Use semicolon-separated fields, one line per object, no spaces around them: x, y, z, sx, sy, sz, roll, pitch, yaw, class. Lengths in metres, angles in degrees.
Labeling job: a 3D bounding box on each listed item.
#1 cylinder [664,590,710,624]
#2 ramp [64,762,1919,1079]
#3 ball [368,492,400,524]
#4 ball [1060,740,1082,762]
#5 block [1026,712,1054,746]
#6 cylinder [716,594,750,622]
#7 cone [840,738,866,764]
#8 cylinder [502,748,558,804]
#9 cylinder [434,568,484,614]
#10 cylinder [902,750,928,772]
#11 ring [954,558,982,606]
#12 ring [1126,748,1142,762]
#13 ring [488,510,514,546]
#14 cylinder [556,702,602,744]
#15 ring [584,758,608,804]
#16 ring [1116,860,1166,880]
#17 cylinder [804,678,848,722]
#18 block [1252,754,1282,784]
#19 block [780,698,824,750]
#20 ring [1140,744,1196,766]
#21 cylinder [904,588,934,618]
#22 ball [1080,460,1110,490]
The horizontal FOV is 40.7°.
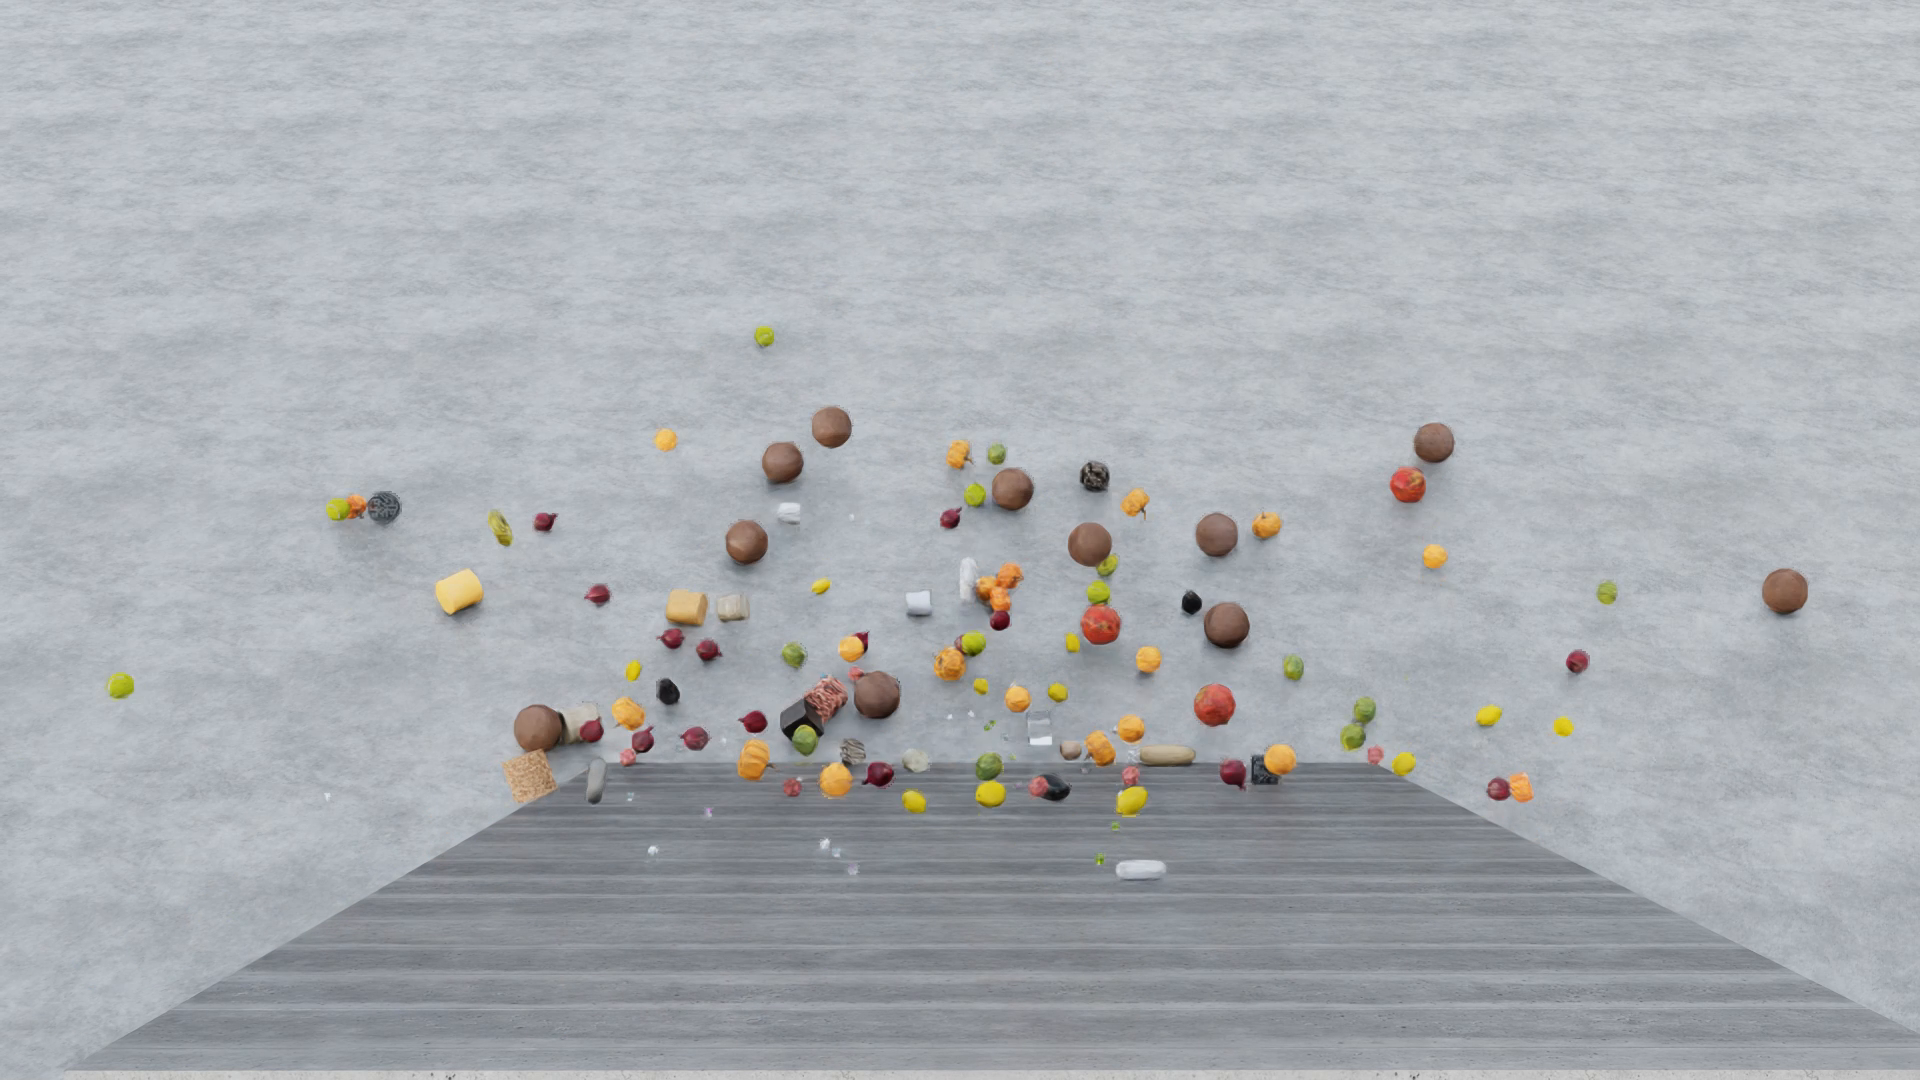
-0.780;0.194;7.397;0.092;0.092;0.092;-4;27;27;cylinder
0.069;0.613;4.686;2.000;0.100;4.000;0;0;0;ramp
-1.753;-0.097;7.877;0.097;0.097;0.097;0;31;0;ball
0.289;0.549;6.751;0.056;0.056;0.056;0;31;0;ball
0.212;0.502;6.894;0.063;0.063;0.063;-5;27;0;block
-0.646;0.194;7.382;0.074;0.074;0.074;-8;28;19;cylinder
-0.286;0.555;6.594;0.073;0.073;0.073;13;53;-17;cone
-0.968;0.531;5.826;0.098;0.098;0.098;-20;0;0;cylinder
-1.443;0.148;7.457;0.099;0.099;0.099;-27;40;-32;cylinder
-0.111;0.545;6.399;0.054;0.054;0.054;-11;3;-18;cylinder
0.024;0.119;7.440;0.046;0.139;0.139;7;27;-21;ring
0.477;0.568;6.828;0.077;0.026;0.077;9;17;-3;ring
-1.365;-0.035;7.689;0.039;0.116;0.116;-28;34;1;ring
-1.014;0.489;6.900;0.093;0.093;0.093;-16;34;-25;cylinder
-0.718;0.474;5.112;0.031;0.093;0.093;12;28;-15;ring
0.299;0.546;4.287;0.085;0.028;0.085;1;-2;0;ring
-0.366;0.432;6.999;0.091;0.091;0.091;16;32;24;cylinder
0.721;0.539;6.089;0.064;0.064;0.064;0;0;15;block
-0.422;0.488;6.887;0.081;0.081;0.081;-33;29;12;block
0.531;0.551;6.636;0.145;0.048;0.145;-1;-1;0;ring
-0.118;0.183;7.434;0.068;0.068;0.068;-27;34;0;cylinder
0.418;-0.200;8.051;0.094;0.094;0.094;0;31;0;ball
